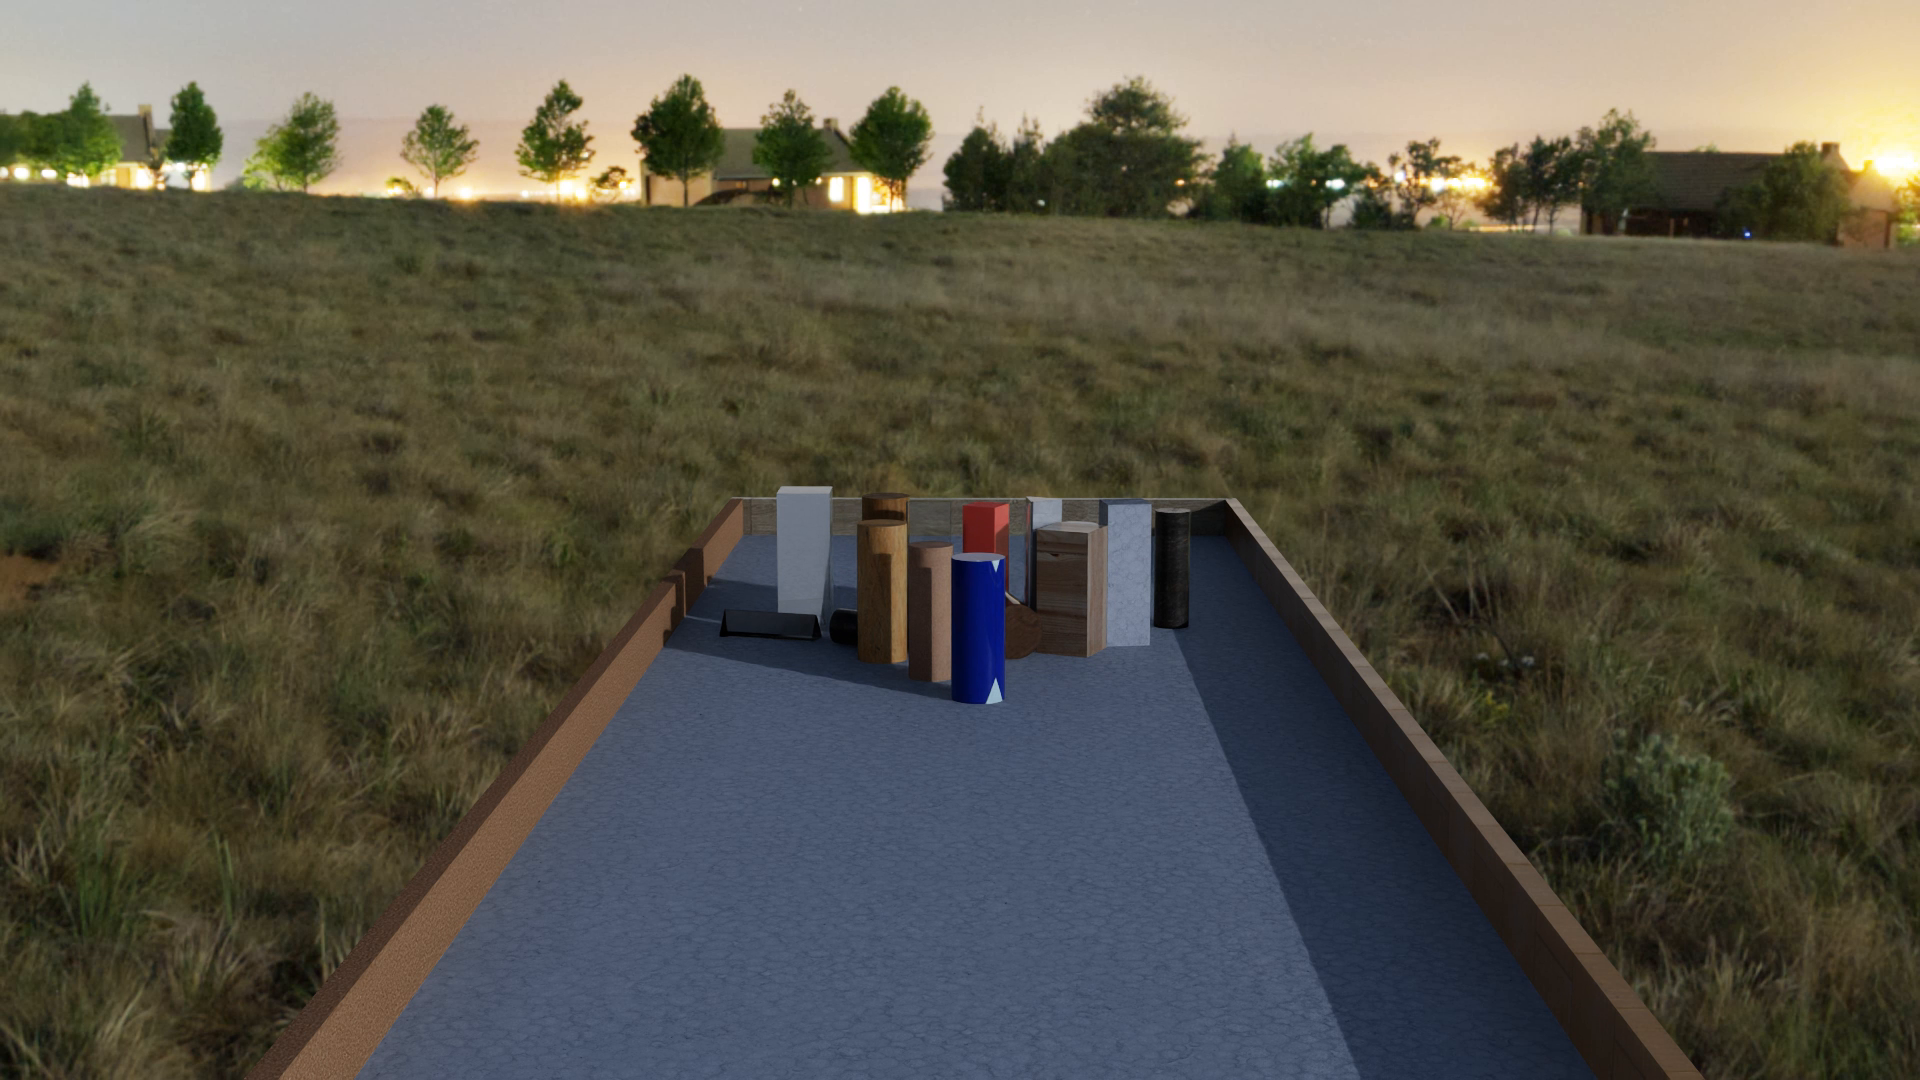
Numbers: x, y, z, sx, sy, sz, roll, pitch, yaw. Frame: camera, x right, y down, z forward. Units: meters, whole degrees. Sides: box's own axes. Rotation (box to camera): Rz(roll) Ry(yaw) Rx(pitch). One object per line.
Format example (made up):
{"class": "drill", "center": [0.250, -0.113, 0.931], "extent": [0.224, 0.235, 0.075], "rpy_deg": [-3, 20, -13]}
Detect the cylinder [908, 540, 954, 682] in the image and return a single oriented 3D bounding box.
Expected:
{"class": "cylinder", "center": [-0.085, 0.208, 6.439], "extent": [0.132, 0.394, 0.132], "rpy_deg": [0, 9, 0]}

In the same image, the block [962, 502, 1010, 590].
{"class": "block", "center": [0.085, 0.082, 7.217], "extent": [0.114, 0.400, 0.114], "rpy_deg": [4, 10, 25]}

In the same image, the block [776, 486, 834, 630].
{"class": "block", "center": [-0.505, 0.060, 7.194], "extent": [0.170, 0.451, 0.170], "rpy_deg": [0, 9, 0]}

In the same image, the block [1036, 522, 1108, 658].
{"class": "block", "center": [0.348, 0.152, 6.815], "extent": [0.168, 0.387, 0.168], "rpy_deg": [4, 10, 24]}

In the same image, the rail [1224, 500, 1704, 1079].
{"class": "rail", "center": [1.046, 0.843, 3.208], "extent": [0.050, 0.150, 12.000], "rpy_deg": [0, 9, 1]}

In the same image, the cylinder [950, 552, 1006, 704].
{"class": "cylinder", "center": [0.051, 0.246, 6.168], "extent": [0.152, 0.403, 0.152], "rpy_deg": [0, 9, 0]}

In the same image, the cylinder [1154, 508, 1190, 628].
{"class": "cylinder", "center": [0.694, 0.092, 7.204], "extent": [0.115, 0.383, 0.115], "rpy_deg": [0, 9, 0]}

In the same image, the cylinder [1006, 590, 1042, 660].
{"class": "cylinder", "center": [0.132, 0.252, 6.872], "extent": [0.170, 0.170, 0.358], "rpy_deg": [-2, 9, -12]}

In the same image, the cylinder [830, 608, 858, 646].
{"class": "cylinder", "center": [-0.199, 0.287, 6.843], "extent": [0.422, 0.111, 0.111], "rpy_deg": [5, 10, 29]}

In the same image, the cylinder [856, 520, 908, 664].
{"class": "cylinder", "center": [-0.237, 0.155, 6.689], "extent": [0.152, 0.419, 0.152], "rpy_deg": [0, 9, 0]}

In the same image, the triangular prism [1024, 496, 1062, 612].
{"class": "triangular prism", "center": [0.238, 0.095, 6.940], "extent": [0.120, 0.458, 0.104], "rpy_deg": [-6, 11, -36]}

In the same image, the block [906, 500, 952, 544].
{"class": "block", "center": [-0.098, 0.097, 6.954], "extent": [0.138, 0.439, 0.138], "rpy_deg": [0, 3, 1]}

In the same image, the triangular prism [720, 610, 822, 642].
{"class": "triangular prism", "center": [-0.607, 0.269, 7.041], "extent": [0.315, 0.079, 0.092], "rpy_deg": [3, 9, 17]}

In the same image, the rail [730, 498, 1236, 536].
{"class": "rail", "center": [0.099, -0.098, 9.147], "extent": [2.100, 0.150, 0.050], "rpy_deg": [0, 9, 1]}

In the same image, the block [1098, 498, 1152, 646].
{"class": "block", "center": [0.518, 0.101, 6.942], "extent": [0.138, 0.448, 0.138], "rpy_deg": [-1, 9, -8]}

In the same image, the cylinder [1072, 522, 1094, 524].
{"class": "cylinder", "center": [0.378, 0.117, 7.191], "extent": [0.145, 0.338, 0.145], "rpy_deg": [0, 9, 0]}

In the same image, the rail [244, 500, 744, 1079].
{"class": "rail", "center": [-1.004, 0.839, 3.234], "extent": [0.050, 0.150, 12.000], "rpy_deg": [0, 9, 1]}

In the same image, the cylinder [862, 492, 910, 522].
{"class": "cylinder", "center": [-0.242, 0.067, 7.214], "extent": [0.157, 0.429, 0.157], "rpy_deg": [0, 9, 0]}
